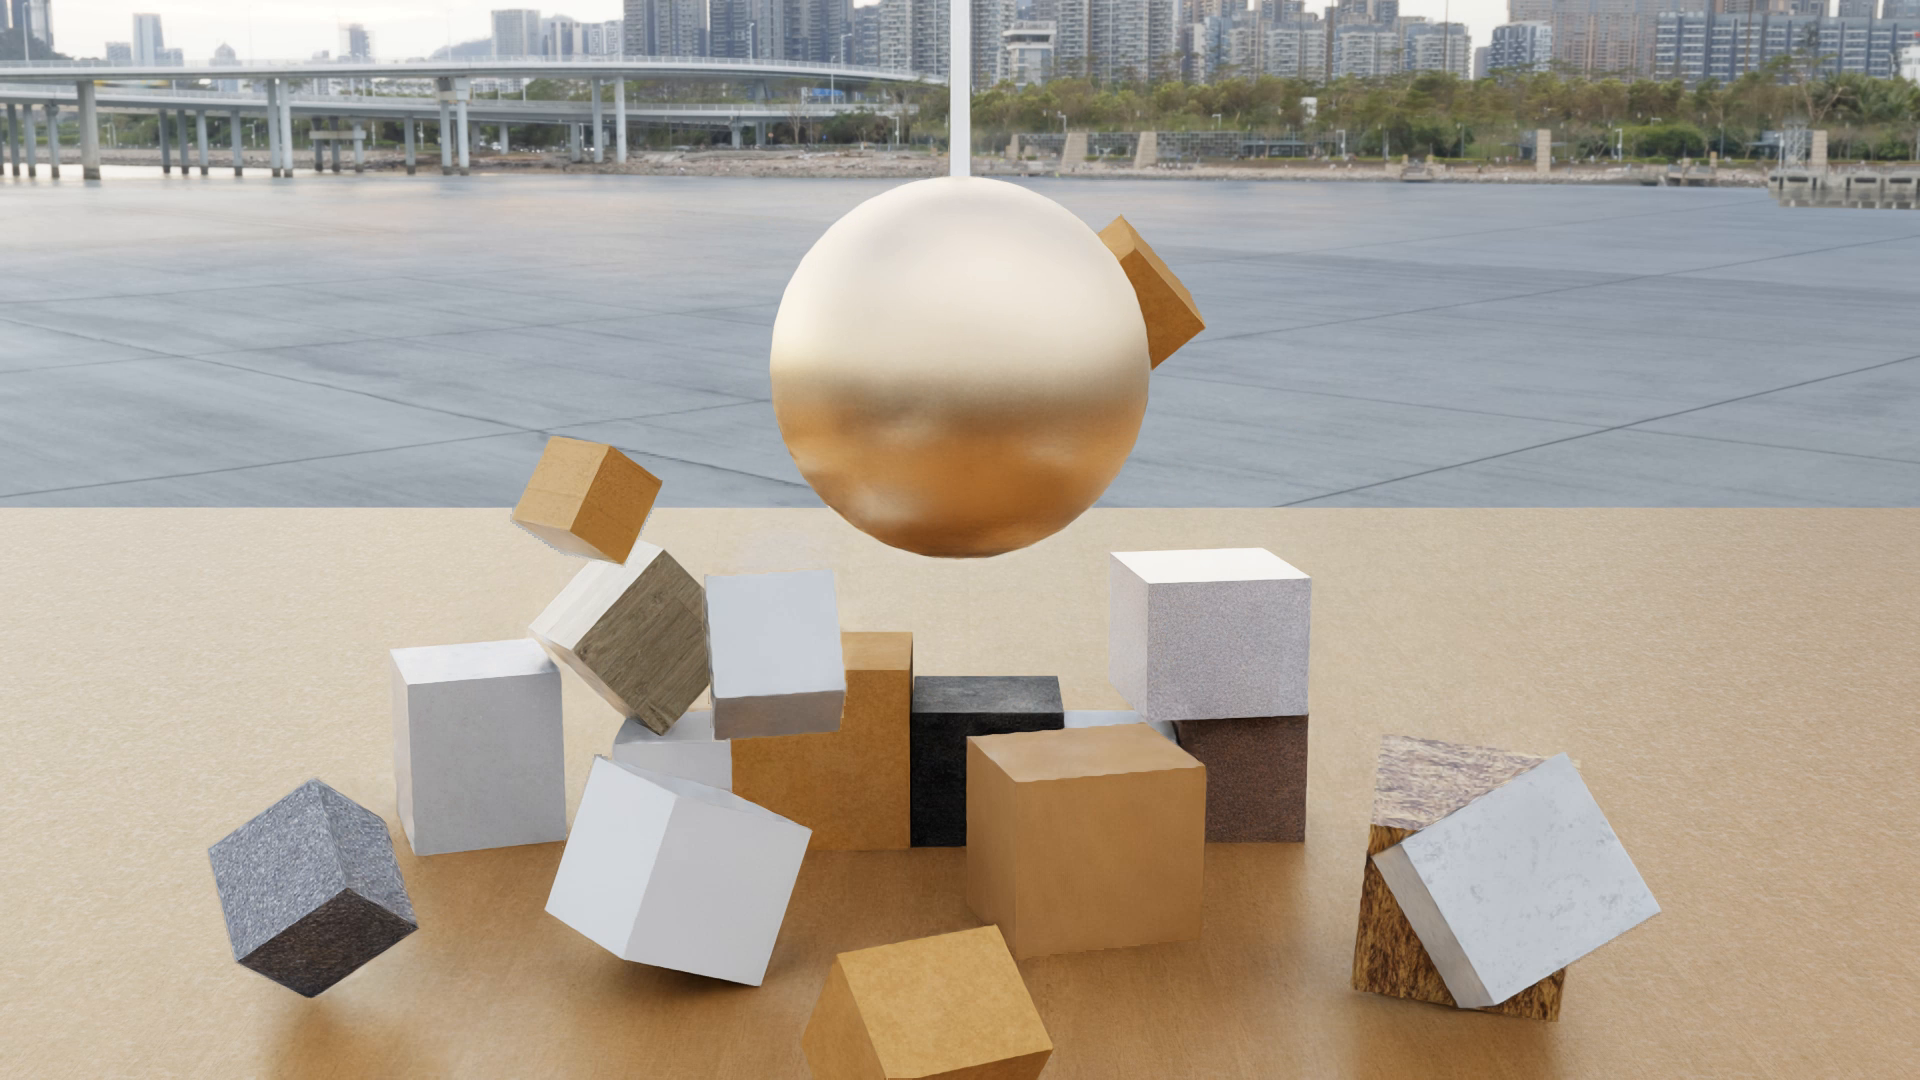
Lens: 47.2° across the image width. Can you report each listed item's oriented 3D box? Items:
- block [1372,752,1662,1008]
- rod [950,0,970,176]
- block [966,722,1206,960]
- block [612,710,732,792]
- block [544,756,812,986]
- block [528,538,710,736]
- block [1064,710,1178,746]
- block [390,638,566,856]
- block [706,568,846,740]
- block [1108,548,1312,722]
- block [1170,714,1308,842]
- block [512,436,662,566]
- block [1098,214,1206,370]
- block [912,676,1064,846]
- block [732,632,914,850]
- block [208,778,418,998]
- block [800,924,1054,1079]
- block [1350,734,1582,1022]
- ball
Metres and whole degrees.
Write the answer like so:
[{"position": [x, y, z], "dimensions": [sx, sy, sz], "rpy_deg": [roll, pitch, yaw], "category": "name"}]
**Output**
[{"position": [2.040, 1.269, 8.143], "dimensions": [0.692, 0.650, 0.601], "rpy_deg": [-28, -12, -6], "category": "block"}, {"position": [0.000, -4.092, 9.652], "dimensions": [0.080, 5.200, 0.080], "rpy_deg": [0, -7, 0], "category": "rod"}, {"position": [0.554, 1.340, 9.934], "dimensions": [0.873, 0.802, 0.737], "rpy_deg": [-3, 11, -16], "category": "block"}, {"position": [-1.444, 1.220, 11.375], "dimensions": [0.599, 0.527, 0.624], "rpy_deg": [0, 10, 0], "category": "block"}, {"position": [-1.197, 1.402, 9.331], "dimensions": [0.696, 0.688, 0.705], "rpy_deg": [21, -4, -37], "category": "block"}, {"position": [-1.650, 0.474, 11.303], "dimensions": [0.681, 0.673, 0.703], "rpy_deg": [-49, 26, -14], "category": "block"}, {"position": [0.812, 1.213, 11.415], "dimensions": [0.568, 0.528, 0.567], "rpy_deg": [0, 10, 0], "category": "block"}, {"position": [-2.492, 1.049, 11.341], "dimensions": [0.755, 0.879, 0.806], "rpy_deg": [-4, 11, -20], "category": "block"}, {"position": [-0.661, 0.407, 7.787], "dimensions": [0.446, 0.456, 0.403], "rpy_deg": [-4, -25, -9], "category": "block"}, {"position": [1.259, 0.468, 11.230], "dimensions": [0.826, 0.696, 0.823], "rpy_deg": [-2, 10, -9], "category": "block"}, {"position": [1.427, 1.141, 11.383], "dimensions": [0.642, 0.683, 0.621], "rpy_deg": [0, 10, 0], "category": "block"}, {"position": [-1.704, -0.182, 10.066], "dimensions": [0.423, 0.431, 0.365], "rpy_deg": [10, -19, 41], "category": "block"}, {"position": [0.760, -1.098, 10.101], "dimensions": [0.442, 0.516, 0.433], "rpy_deg": [-38, 25, 15], "category": "block"}, {"position": [0.138, 1.134, 11.382], "dimensions": [0.760, 0.697, 0.762], "rpy_deg": [0, 10, 0], "category": "block"}, {"position": [-0.693, 1.020, 11.359], "dimensions": [0.886, 0.928, 0.860], "rpy_deg": [0, 10, 0], "category": "block"}, {"position": [-2.667, 1.437, 9.069], "dimensions": [0.547, 0.482, 0.581], "rpy_deg": [-34, 53, 5], "category": "block"}, {"position": [-0.128, 1.771, 7.708], "dimensions": [0.624, 0.559, 0.516], "rpy_deg": [-5, 48, -27], "category": "block"}, {"position": [2.112, 1.388, 9.161], "dimensions": [0.830, 0.777, 0.805], "rpy_deg": [7, 23, 11], "category": "block"}, {"position": [0.000, -0.717, 9.240], "dimensions": [1.600, 1.600, 1.600], "rpy_deg": [0, 10, 0], "category": "ball"}]
